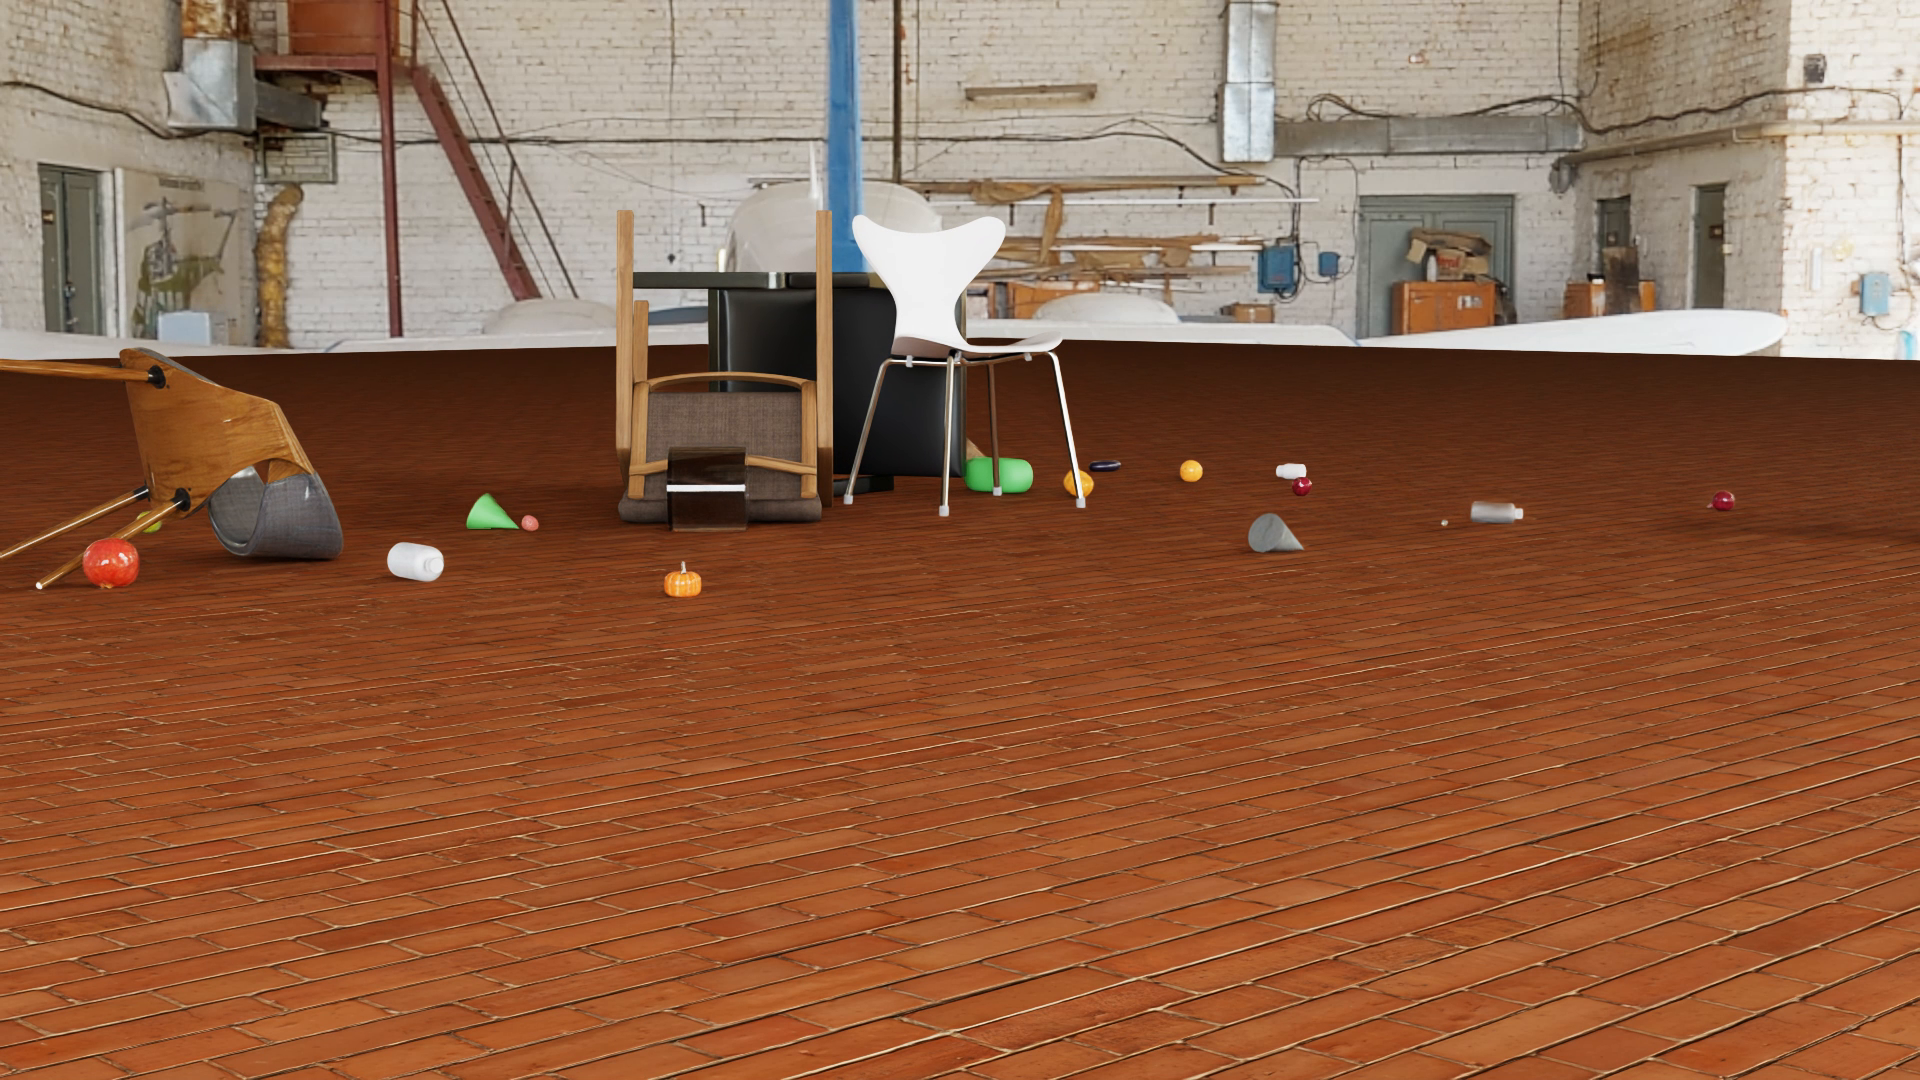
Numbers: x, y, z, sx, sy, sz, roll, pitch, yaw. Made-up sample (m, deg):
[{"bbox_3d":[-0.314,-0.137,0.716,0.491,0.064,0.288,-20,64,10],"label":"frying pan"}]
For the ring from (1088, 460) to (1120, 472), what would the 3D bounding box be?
[{"bbox_3d":[0.490,-0.250,8.675,0.128,0.034,0.087,-6,7,-42],"label":"ring"}]

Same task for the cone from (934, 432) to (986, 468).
[{"bbox_3d":[0.045,-0.278,8.812,0.204,0.120,0.187,24,32,29],"label":"cone"}]

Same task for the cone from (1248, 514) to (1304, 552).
[{"bbox_3d":[0.781,0.003,6.159,0.115,0.098,0.171,23,-2,-21],"label":"cone"}]

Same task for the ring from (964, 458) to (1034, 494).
[{"bbox_3d":[0.116,-0.199,7.866,0.153,0.101,0.286,-3,5,-38],"label":"ring"}]

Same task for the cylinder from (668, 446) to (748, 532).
[{"bbox_3d":[-0.648,-0.131,6.611,0.196,0.221,0.240,0,4,-2],"label":"cylinder"}]

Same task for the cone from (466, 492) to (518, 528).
[{"bbox_3d":[-1.204,-0.053,6.703,0.118,0.098,0.162,24,14,4],"label":"cone"}]
